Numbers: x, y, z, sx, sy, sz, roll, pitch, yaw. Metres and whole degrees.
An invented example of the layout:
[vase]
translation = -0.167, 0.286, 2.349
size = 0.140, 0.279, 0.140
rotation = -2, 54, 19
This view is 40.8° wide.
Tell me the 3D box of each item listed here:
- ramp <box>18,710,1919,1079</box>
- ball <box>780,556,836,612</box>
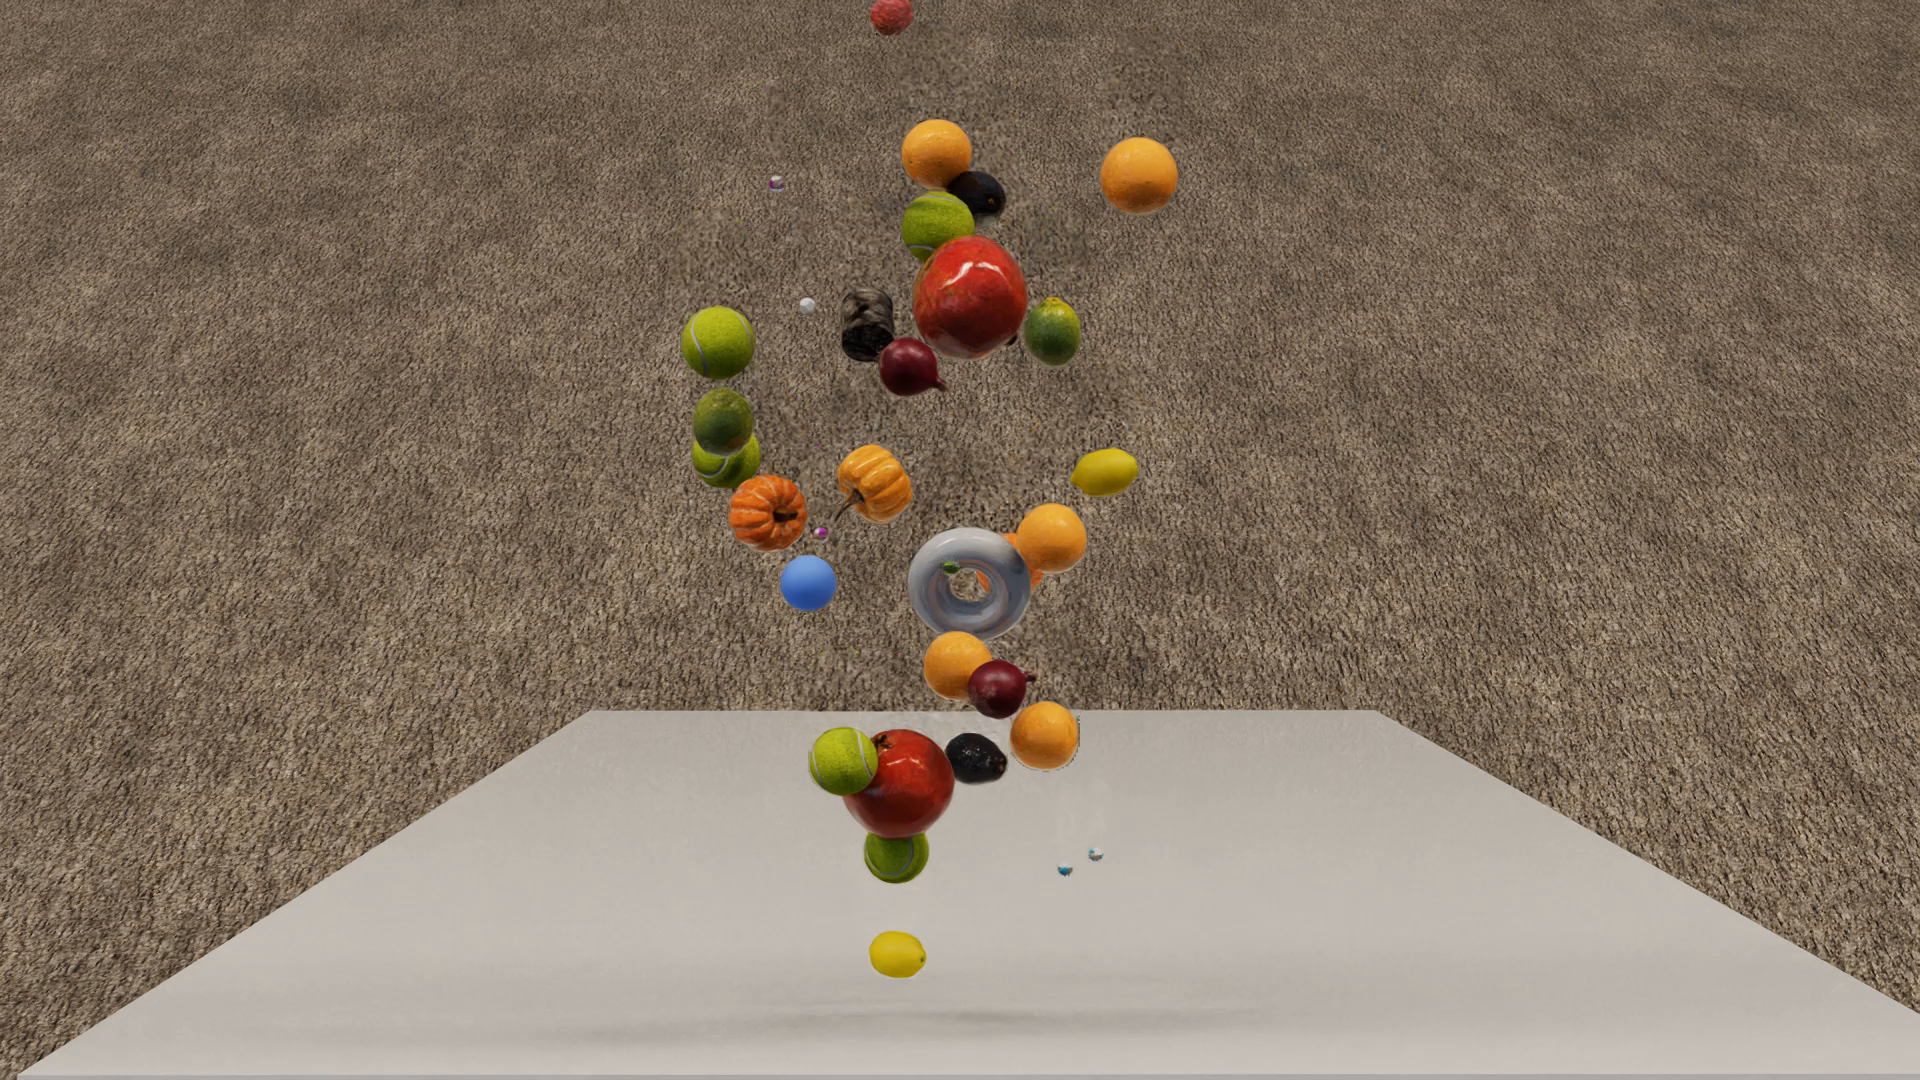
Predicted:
[ramp]
translation = 0.059, 0.533, 4.569
size = 2.000, 0.100, 4.000
rotation = 0, 1, 0
[ball]
translation = -0.168, 0.048, 2.851
size = 0.062, 0.062, 0.062
rotation = 0, 26, 0
